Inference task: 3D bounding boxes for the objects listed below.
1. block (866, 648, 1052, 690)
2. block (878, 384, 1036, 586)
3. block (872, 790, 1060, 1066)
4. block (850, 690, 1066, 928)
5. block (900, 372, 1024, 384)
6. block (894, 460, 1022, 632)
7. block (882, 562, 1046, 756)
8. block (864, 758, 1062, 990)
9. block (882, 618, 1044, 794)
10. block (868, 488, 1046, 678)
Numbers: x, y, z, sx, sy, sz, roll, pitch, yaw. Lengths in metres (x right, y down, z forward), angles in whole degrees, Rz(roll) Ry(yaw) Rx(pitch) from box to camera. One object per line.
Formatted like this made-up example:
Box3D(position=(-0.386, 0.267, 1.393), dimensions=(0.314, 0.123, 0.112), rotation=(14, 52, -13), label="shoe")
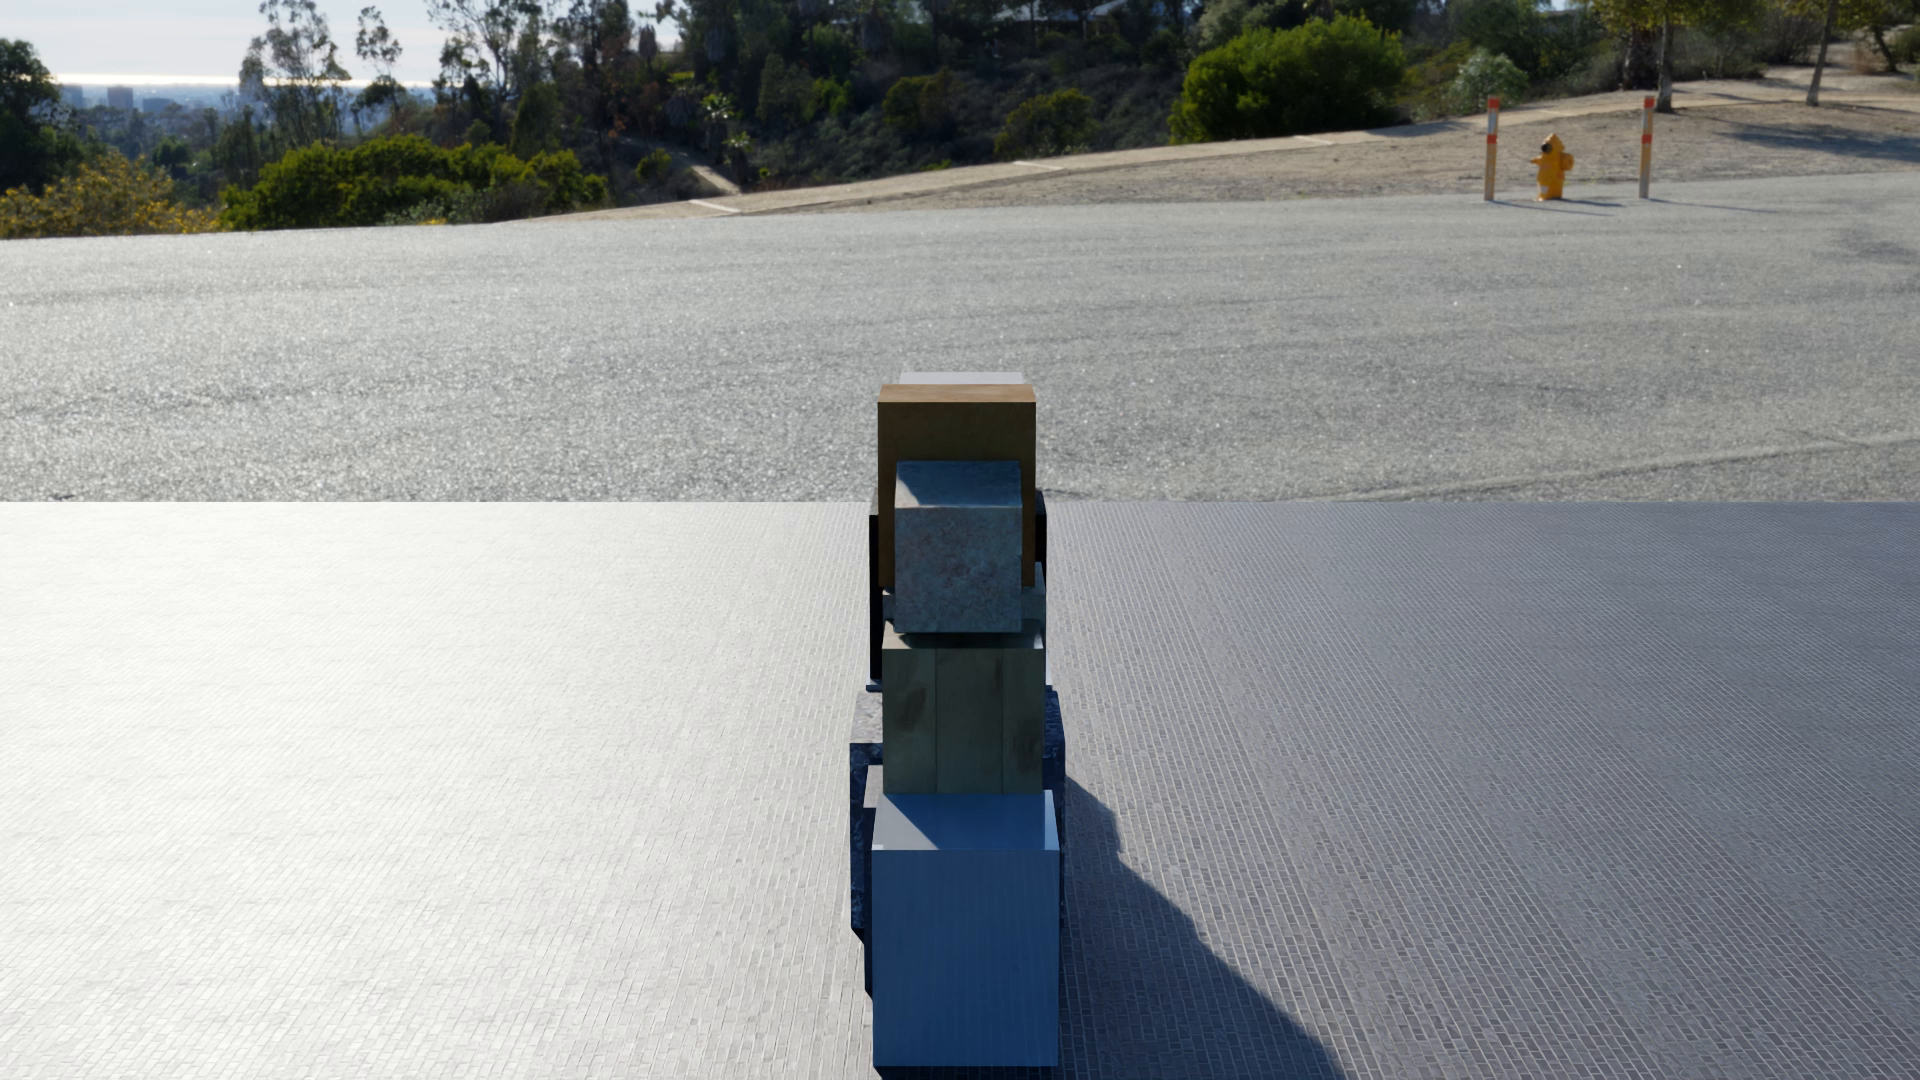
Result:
Box3D(position=(-0.004, 0.979, 11.891), dimensions=(0.834, 0.820, 0.780), rotation=(0, 10, 0), label="block")
Box3D(position=(-0.013, -0.236, 10.620), dimensions=(0.633, 0.752, 0.612), rotation=(0, 10, 0), label="block")
Box3D(position=(0.020, 1.421, 9.500), dimensions=(0.663, 0.806, 0.768), rotation=(0, 10, 0), label="block")
Box3D(position=(-0.011, 1.143, 11.054), dimensions=(0.888, 0.795, 0.907), rotation=(0, 10, 0), label="block")
Box3D(position=(0.006, -0.448, 11.658), dimensions=(0.555, 0.574, 0.520), rotation=(0, 10, 0), label="block")
Box3D(position=(-0.006, 0.020, 10.031), dimensions=(0.483, 0.515, 0.522), rotation=(0, 22, 0), label="block")
Box3D(position=(0.018, 0.481, 10.630), dimensions=(0.652, 0.661, 0.692), rotation=(0, 10, 0), label="block")
Box3D(position=(0.009, 1.321, 10.249), dimensions=(0.760, 0.734, 0.721), rotation=(0, 10, 0), label="block")
Box3D(position=(0.010, 0.639, 10.001), dimensions=(0.607, 0.562, 0.591), rotation=(0, 9, 0), label="block")
Box3D(position=(-0.009, 0.186, 11.865), dimensions=(0.792, 0.748, 0.775), rotation=(0, 10, 0), label="block")
